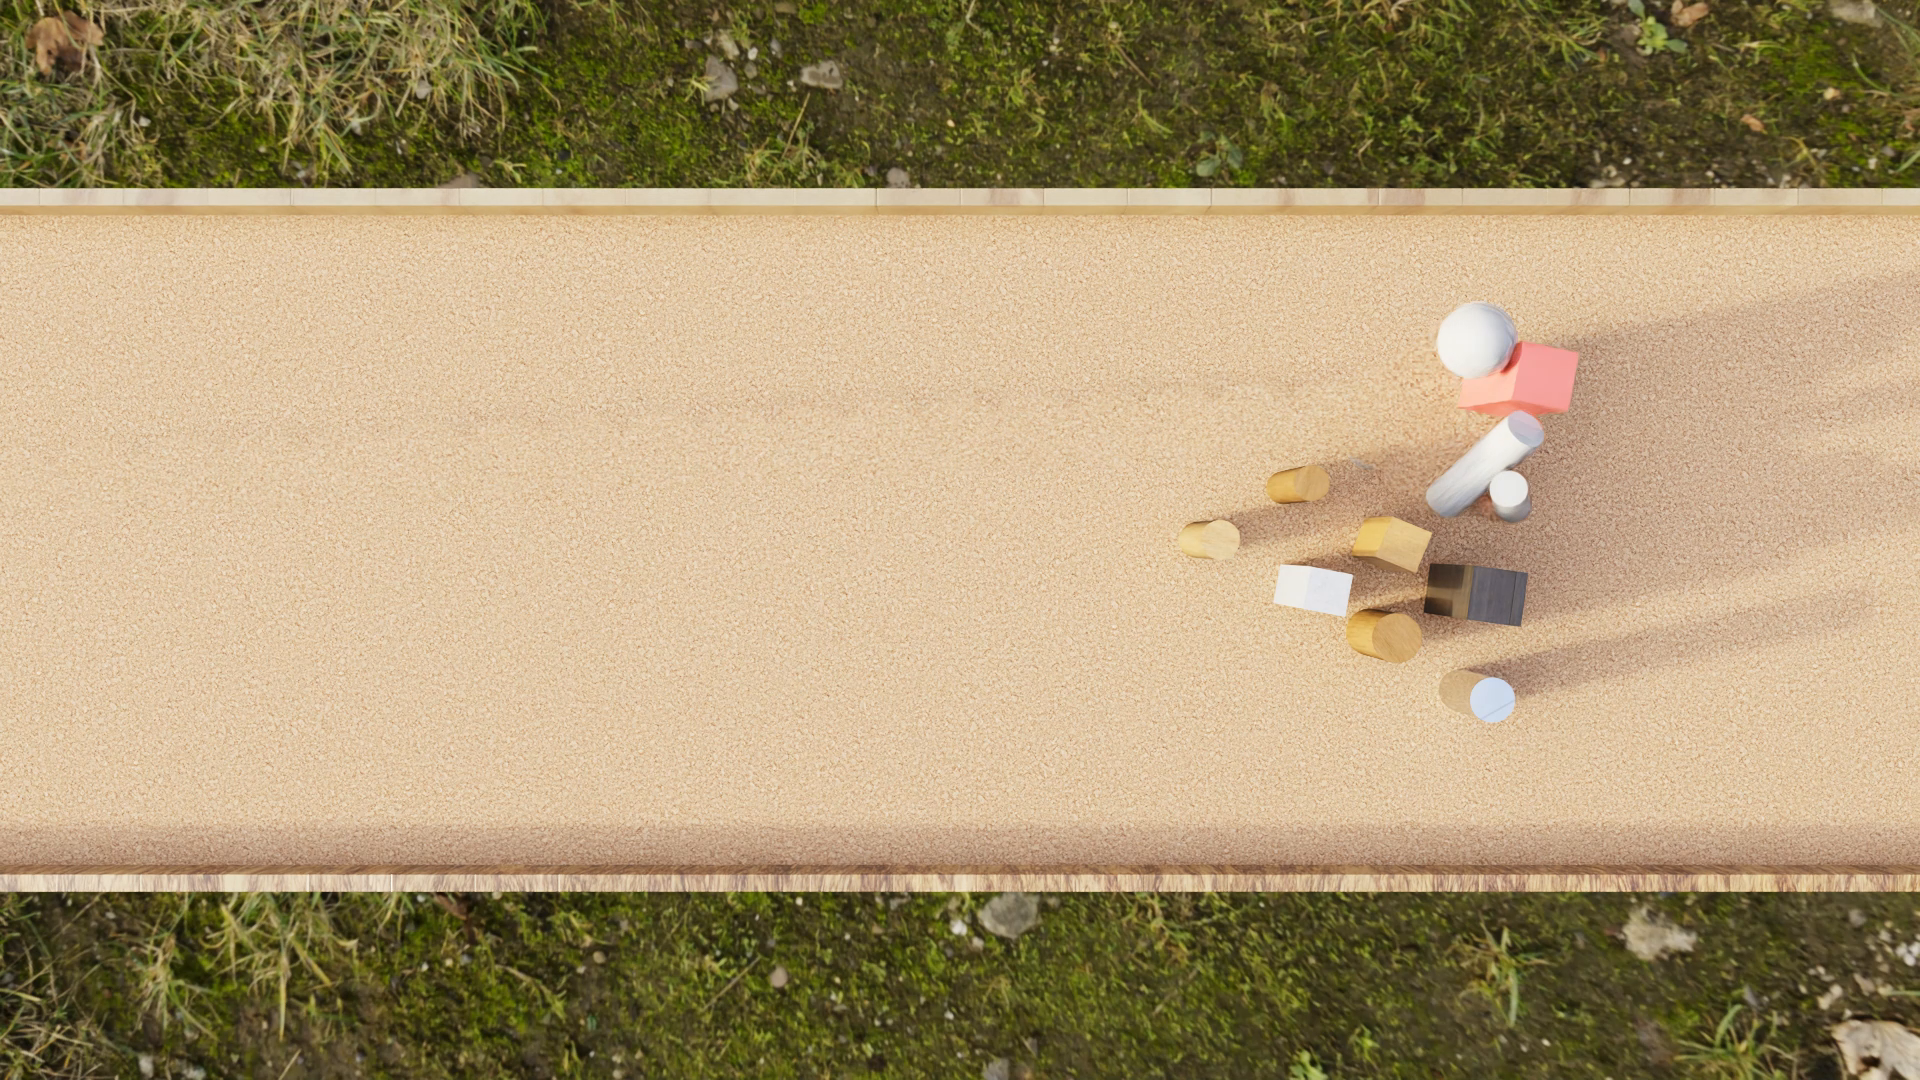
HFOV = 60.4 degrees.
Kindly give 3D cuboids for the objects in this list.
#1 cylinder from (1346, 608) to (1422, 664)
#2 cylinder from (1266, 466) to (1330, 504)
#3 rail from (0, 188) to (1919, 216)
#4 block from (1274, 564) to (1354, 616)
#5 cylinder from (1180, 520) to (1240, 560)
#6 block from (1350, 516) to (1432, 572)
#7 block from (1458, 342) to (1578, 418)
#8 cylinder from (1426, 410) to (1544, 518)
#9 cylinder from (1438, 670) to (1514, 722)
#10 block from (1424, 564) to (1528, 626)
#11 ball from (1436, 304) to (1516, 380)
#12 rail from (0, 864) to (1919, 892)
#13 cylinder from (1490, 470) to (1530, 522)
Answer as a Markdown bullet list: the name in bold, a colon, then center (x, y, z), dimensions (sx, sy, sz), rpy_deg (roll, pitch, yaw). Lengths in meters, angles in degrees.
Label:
- **cylinder**: center (1.260, 0.283, 4.917), dimensions (0.145, 0.319, 0.145), rpy_deg (0, 90, 0)
- **cylinder**: center (0.994, -0.161, 4.869), dimensions (0.102, 0.415, 0.102), rpy_deg (0, 90, 0)
- **rail**: center (-2.247, -1.025, 5.002), dimensions (12.000, 0.150, 0.050), rpy_deg (0, 90, 0)
- **block**: center (1.035, 0.145, 4.855), dimensions (0.120, 0.442, 0.120), rpy_deg (11, 90, 0)
- **cylinder**: center (0.729, 0.000, 4.848), dimensions (0.111, 0.457, 0.111), rpy_deg (0, 90, 0)
- **block**: center (1.283, 0.013, 4.921), dimensions (0.125, 0.310, 0.125), rpy_deg (22, 90, 0)
- **block**: center (1.644, -0.468, 4.876), dimensions (0.169, 0.385, 0.169), rpy_deg (11, 90, -6)
- **cylinder**: center (1.547, -0.219, 4.877), dimensions (0.122, 0.407, 0.122), rpy_deg (11, 57, -17)
- **cylinder**: center (1.538, 0.462, 4.920), dimensions (0.130, 0.313, 0.130), rpy_deg (0, 90, 0)
- **block**: center (1.513, 0.158, 4.859), dimensions (0.153, 0.435, 0.153), rpy_deg (8, 90, 0)
- **ball**: center (1.480, -0.569, 4.730), dimensions (0.217, 0.217, 0.217), rpy_deg (0, 90, 0)
- **rail**: center (-2.247, 1.025, 5.001), dimensions (12.000, 0.150, 0.050), rpy_deg (0, 90, 0)
- **cylinder**: center (1.629, -0.125, 4.880), dimensions (0.104, 0.381, 0.104), rpy_deg (-2, 83, 20)
